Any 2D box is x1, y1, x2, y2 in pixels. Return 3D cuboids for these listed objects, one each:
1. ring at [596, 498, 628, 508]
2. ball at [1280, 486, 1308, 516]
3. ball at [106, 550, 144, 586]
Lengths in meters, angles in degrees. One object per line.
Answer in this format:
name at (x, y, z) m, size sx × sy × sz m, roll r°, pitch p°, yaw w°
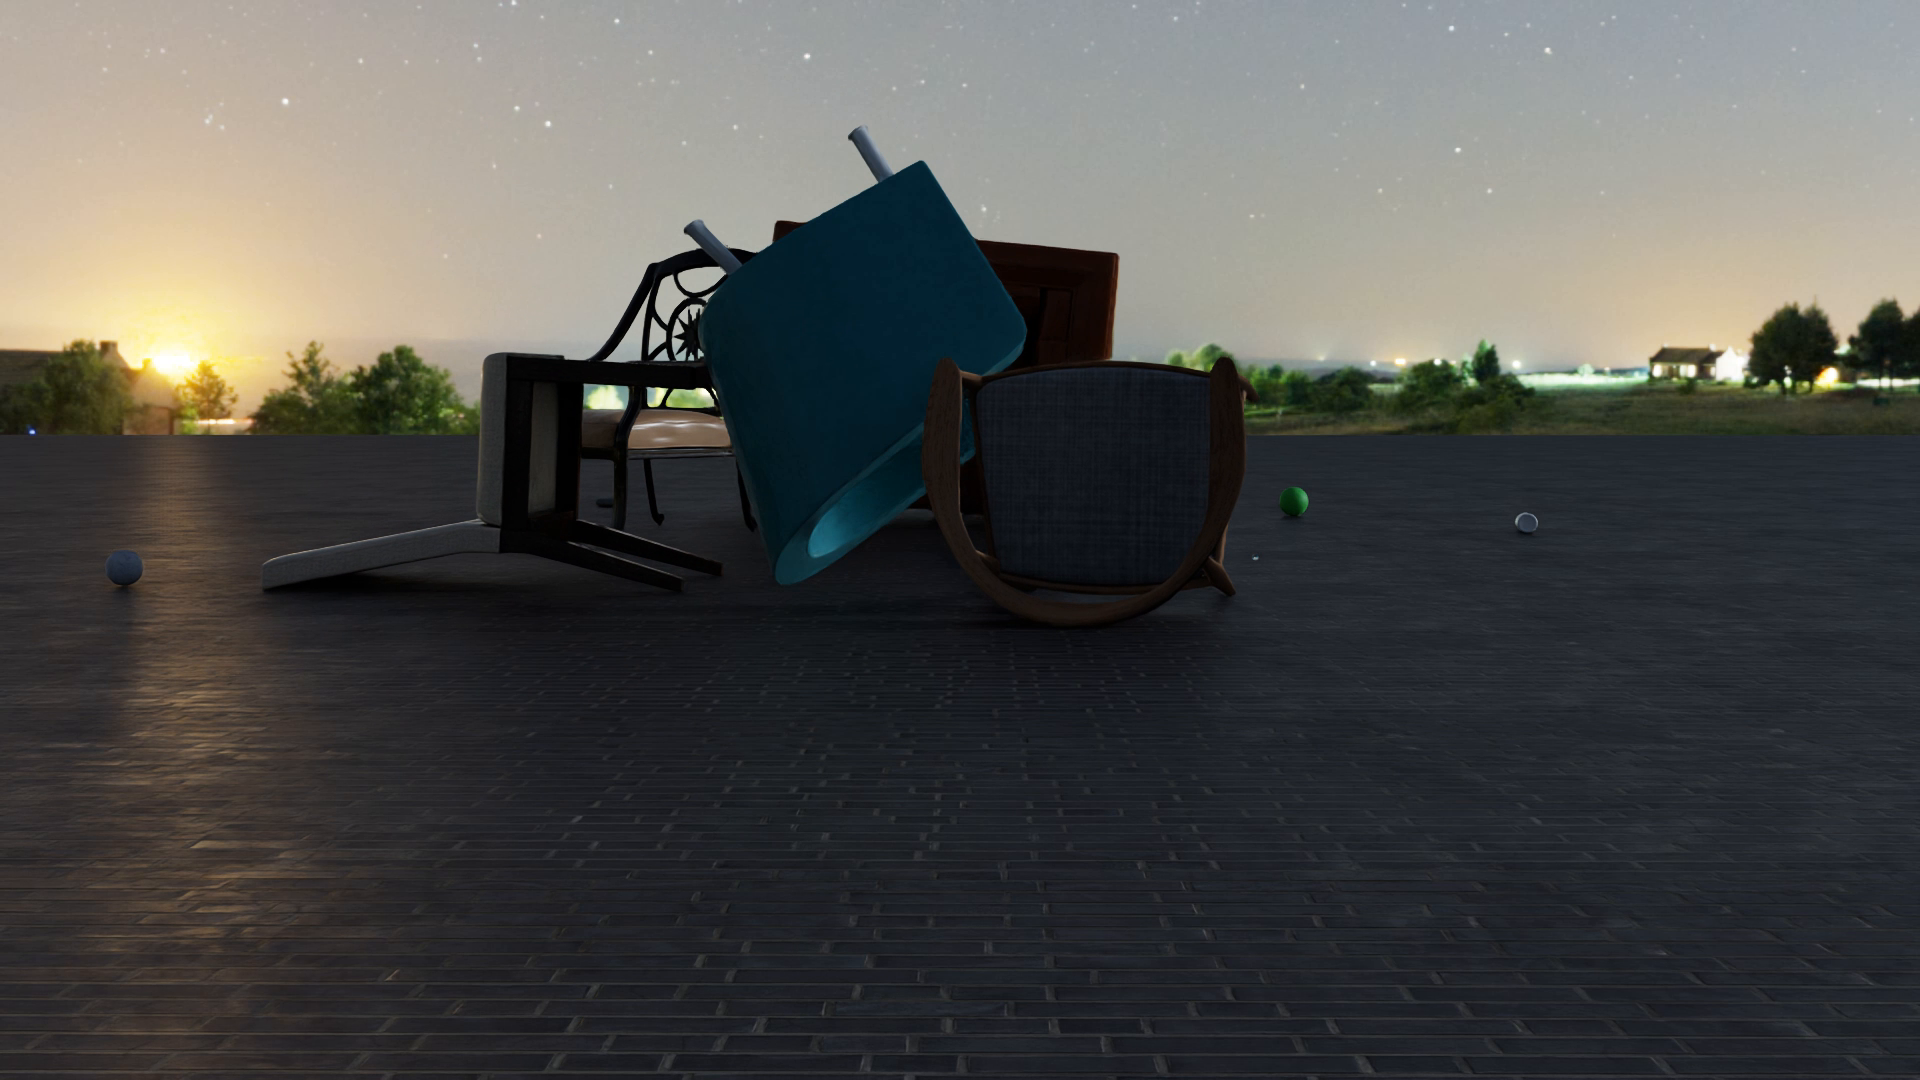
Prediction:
ring at (-1.331, -0.142, 8.410) m, size 0.130 × 0.029 × 0.102 m, roll 3°, pitch 4°, yaw 28°
ball at (1.182, -0.137, 7.786) m, size 0.104 × 0.104 × 0.104 m, roll 0°, pitch 4°, yaw 0°
ball at (-1.910, 0.063, 5.027) m, size 0.082 × 0.082 × 0.082 m, roll 0°, pitch 4°, yaw 0°
